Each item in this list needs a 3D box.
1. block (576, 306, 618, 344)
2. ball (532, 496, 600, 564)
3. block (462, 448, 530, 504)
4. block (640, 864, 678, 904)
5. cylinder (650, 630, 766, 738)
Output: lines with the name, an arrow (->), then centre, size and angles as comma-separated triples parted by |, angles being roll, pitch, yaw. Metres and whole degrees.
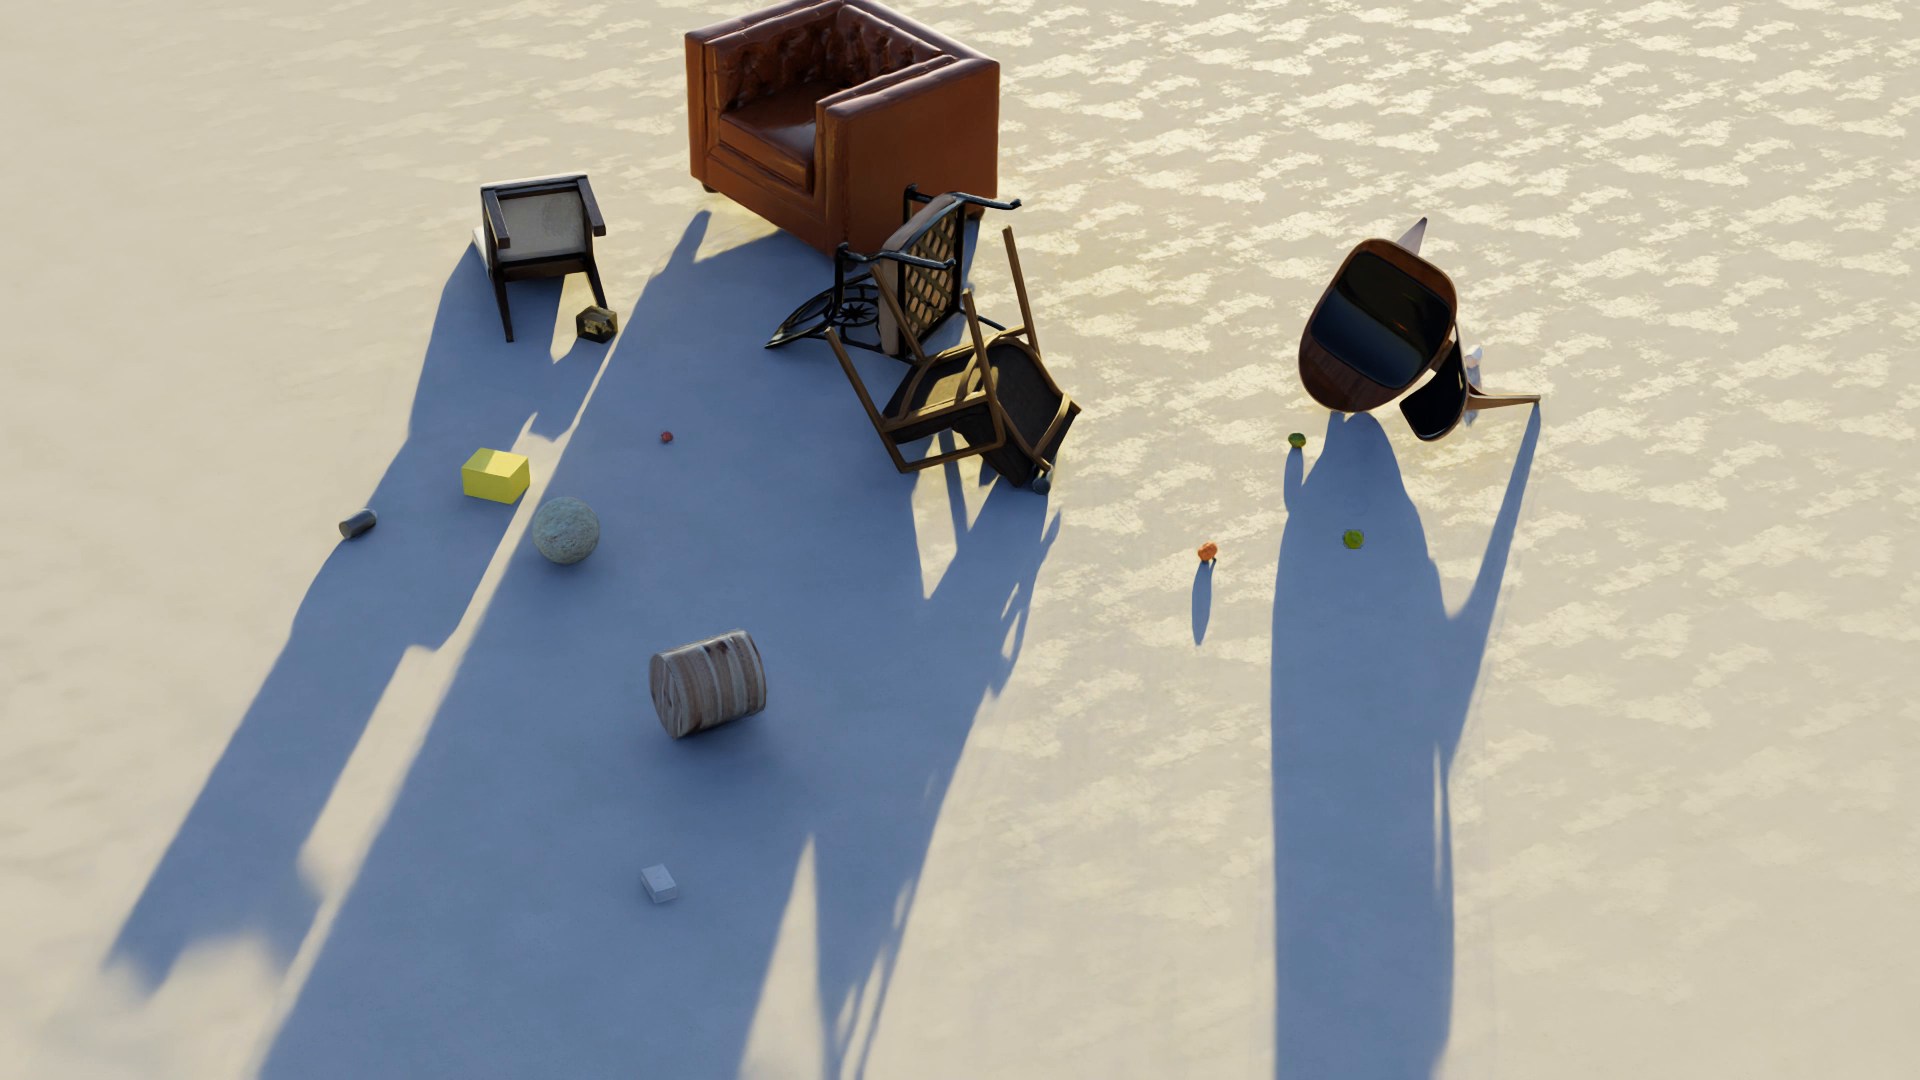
block -> -1.513, -0.898, 12.218 | 0.131, 0.098, 0.110 | 17, 37, 23
ball -> -1.446, -0.035, 10.771 | 0.249, 0.249, 0.249 | 0, 33, 0
block -> -1.773, -0.246, 11.207 | 0.202, 0.121, 0.157 | 11, 35, 17
block -> -0.950, 1.084, 9.257 | 0.074, 0.047, 0.124 | -15, 36, -22
cylinder -> -0.854, 0.486, 9.923 | 0.312, 0.314, 0.273 | -16, 50, -23
